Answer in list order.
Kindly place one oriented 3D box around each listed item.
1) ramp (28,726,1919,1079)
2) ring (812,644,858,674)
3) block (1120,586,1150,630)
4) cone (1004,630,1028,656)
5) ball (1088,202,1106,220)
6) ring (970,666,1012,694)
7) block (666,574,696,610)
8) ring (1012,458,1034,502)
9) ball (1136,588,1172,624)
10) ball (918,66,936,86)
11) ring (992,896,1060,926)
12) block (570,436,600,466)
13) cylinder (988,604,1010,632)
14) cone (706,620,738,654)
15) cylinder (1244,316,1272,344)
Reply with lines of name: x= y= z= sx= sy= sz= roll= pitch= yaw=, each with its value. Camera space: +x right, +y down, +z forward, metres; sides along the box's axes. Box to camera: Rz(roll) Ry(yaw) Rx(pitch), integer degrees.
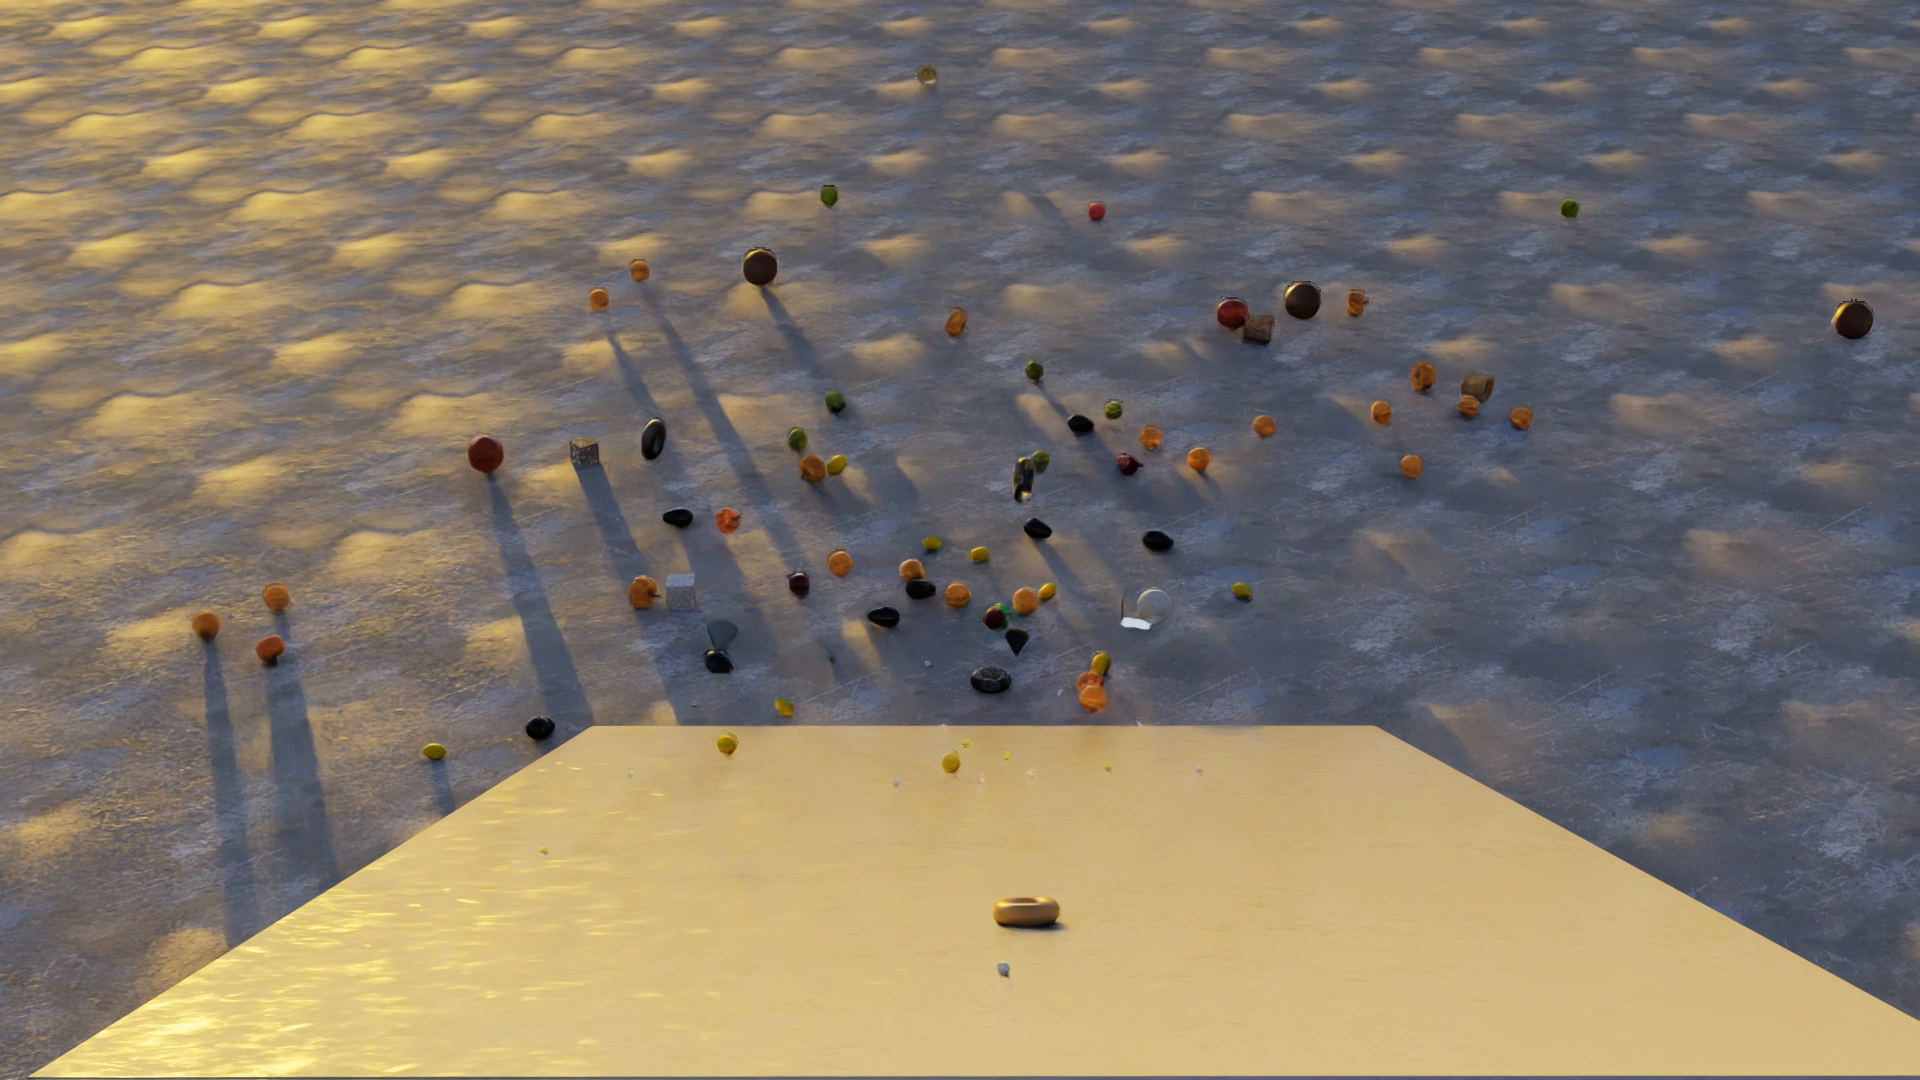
ramp: x=0.062 y=0.557 z=4.594 sx=2.000 sy=0.100 sz=4.000 roll=0 pitch=1 yaw=0
ring: x=-0.343 y=0.330 z=7.060 sx=0.129 sy=0.043 sz=0.129 roll=-4 pitch=32 yaw=3
block: x=0.499 y=0.191 z=7.248 sx=0.082 sy=0.082 sz=0.082 roll=7 pitch=28 yaw=12
cone: x=0.155 y=0.293 z=7.107 sx=0.068 sy=0.068 sz=0.068 roll=1 pitch=54 yaw=2
ball: x=0.536 y=-1.290 z=10.126 sx=0.067 sy=0.067 sz=0.067 roll=0 pitch=27 yaw=0
ring: x=0.082 y=0.376 z=6.938 sx=0.111 sy=0.037 sz=0.111 roll=1 pitch=27 yaw=-1
block: x=-0.794 y=0.147 z=7.338 sx=0.076 sy=0.076 sz=0.076 roll=0 pitch=27 yaw=-1
ring: x=0.190 y=-0.182 z=7.813 sx=0.046 sy=0.139 sz=0.139 roll=6 pitch=27 yaw=-7
ball: x=0.538 y=0.184 z=7.137 sx=0.098 sy=0.098 sz=0.098 roll=0 pitch=27 yaw=0
ball: x=-0.149 y=-2.090 z=11.648 sx=0.090 sy=0.090 sz=0.090 roll=0 pitch=27 yaw=0
ring: x=0.090 y=0.508 z=3.536 sx=0.094 sy=0.031 sz=0.094 roll=-1 pitch=2 yaw=0
block: x=-1.190 y=-0.282 z=8.179 sx=0.065 sy=0.065 sz=0.065 roll=-20 pitch=34 yaw=-34
cylinder: x=0.108 y=0.216 z=7.225 sx=0.057 sy=0.057 sz=0.057 roll=4 pitch=28 yaw=8
cone: x=-0.662 y=0.281 z=7.120 sx=0.088 sy=0.088 sz=0.088 roll=3 pitch=56 yaw=7
cylinder: x=1.042 y=-0.736 z=9.032 sx=0.089 sy=0.089 sz=0.089 roll=7 pitch=28 yaw=13
